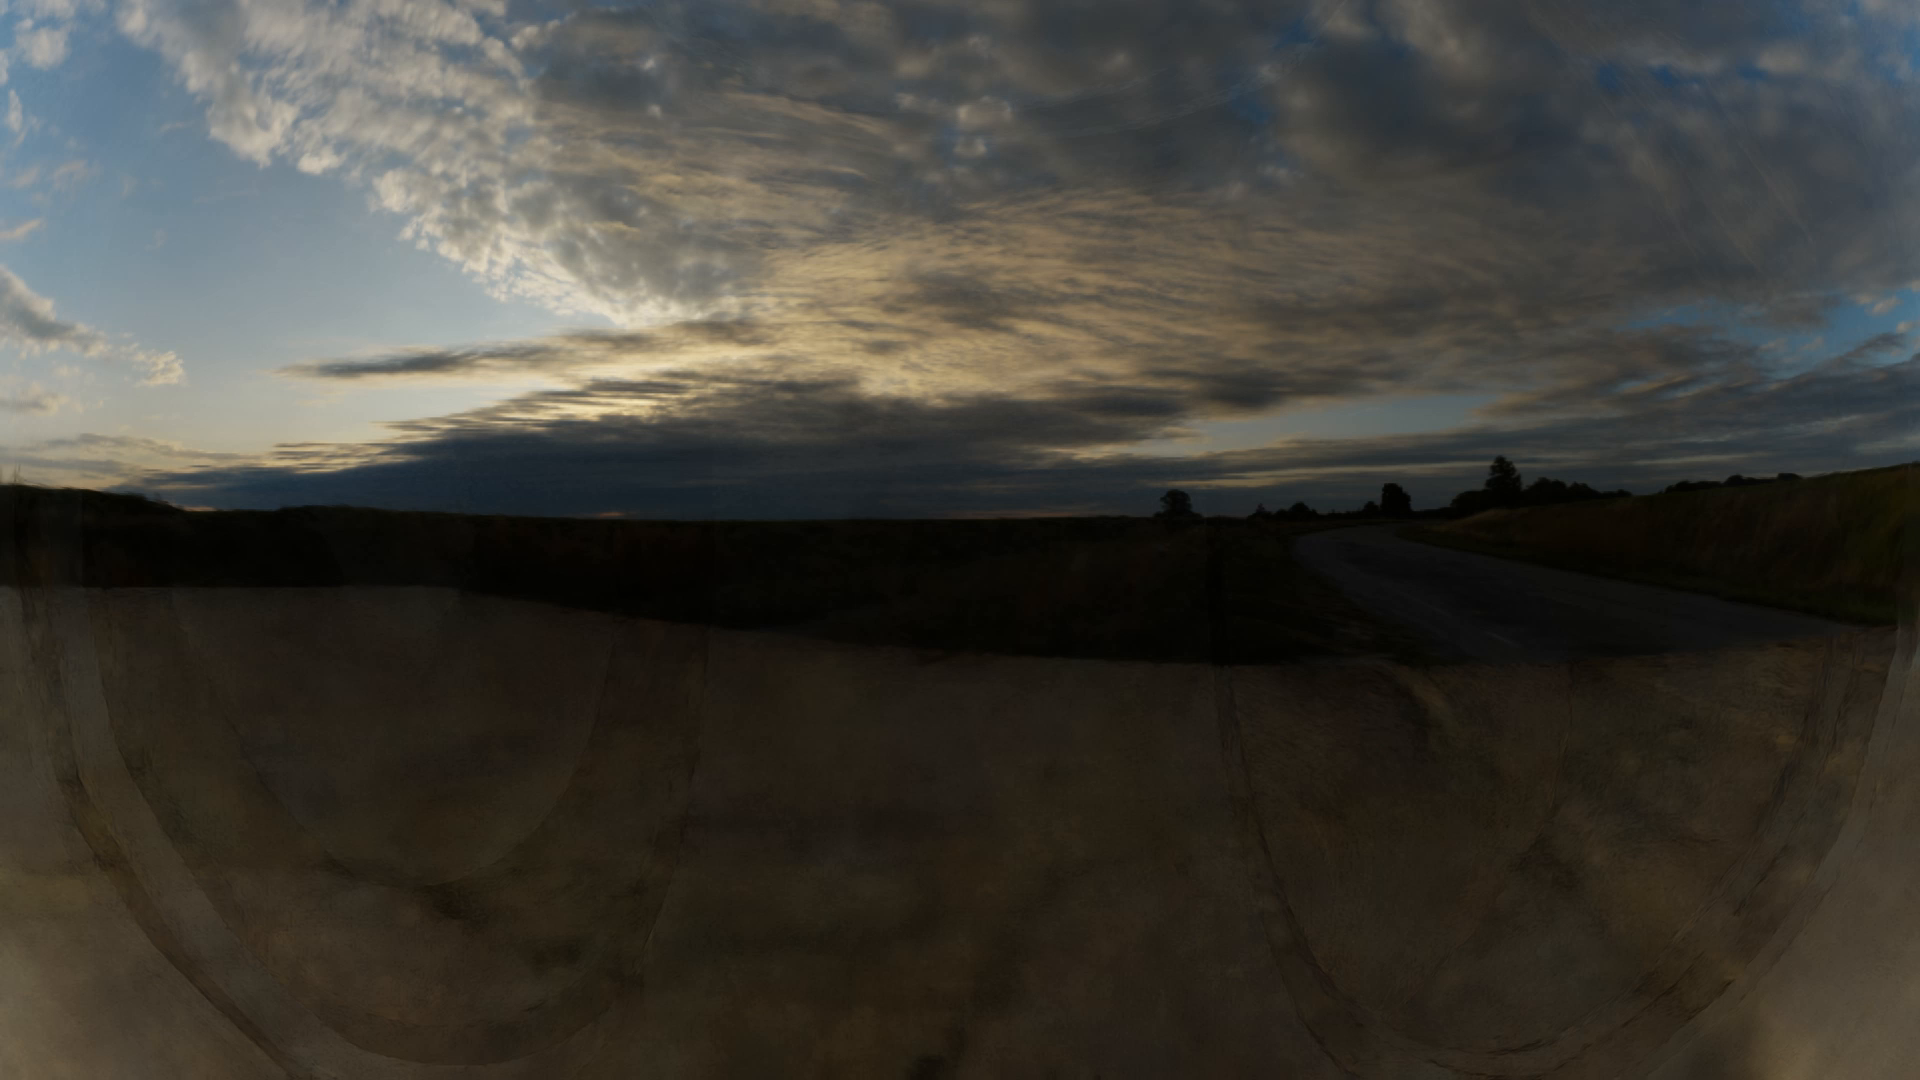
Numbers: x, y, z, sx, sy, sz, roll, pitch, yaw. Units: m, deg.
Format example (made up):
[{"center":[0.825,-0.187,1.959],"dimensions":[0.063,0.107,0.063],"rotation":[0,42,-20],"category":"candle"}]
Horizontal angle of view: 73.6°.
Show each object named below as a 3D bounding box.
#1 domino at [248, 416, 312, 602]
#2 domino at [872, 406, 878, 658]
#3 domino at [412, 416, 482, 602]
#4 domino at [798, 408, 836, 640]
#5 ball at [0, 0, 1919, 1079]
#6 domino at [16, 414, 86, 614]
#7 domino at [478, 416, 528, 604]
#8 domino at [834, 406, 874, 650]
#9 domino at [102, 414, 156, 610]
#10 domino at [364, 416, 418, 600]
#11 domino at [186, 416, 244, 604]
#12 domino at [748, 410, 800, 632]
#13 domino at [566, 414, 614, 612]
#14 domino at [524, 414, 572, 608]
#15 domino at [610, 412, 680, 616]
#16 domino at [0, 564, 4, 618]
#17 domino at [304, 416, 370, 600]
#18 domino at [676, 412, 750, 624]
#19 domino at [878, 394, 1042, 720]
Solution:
[{"center":[-0.189,-0.009,0.357],"dimensions":[0.009,0.050,0.025],"rotation":[-1,4,-16],"category":"domino"},{"center":[-0.004,-0.002,0.255],"dimensions":[0.025,0.050,0.010],"rotation":[-2,5,-21],"category":"domino"},{"center":[-0.140,-0.009,0.359],"dimensions":[0.009,0.050,0.025],"rotation":[1,4,10],"category":"domino"},{"center":[-0.023,-0.004,0.287],"dimensions":[0.025,0.050,0.010],"rotation":[-4,6,-40],"category":"domino"},{"center":[0.000,-0.002,0.056],"dimensions":[0.080,0.080,0.080],"rotation":[0,4,0],"category":"ball"},{"center":[-0.234,-0.007,0.331],"dimensions":[0.010,0.050,0.025],"rotation":[-4,6,-43],"category":"domino"},{"center":[-0.118,-0.009,0.351],"dimensions":[0.010,0.050,0.025],"rotation":[2,5,25],"category":"domino"},{"center":[-0.013,-0.003,0.274],"dimensions":[0.025,0.050,0.010],"rotation":[-3,5,-32],"category":"domino"},{"center":[-0.221,-0.008,0.341],"dimensions":[0.010,0.050,0.025],"rotation":[-3,5,-34],"category":"domino"},{"center":[-0.156,-0.009,0.360],"dimensions":[0.010,0.050,0.025],"rotation":[0,4,3],"category":"domino"},{"center":[-0.204,-0.009,0.351],"dimensions":[0.010,0.050,0.025],"rotation":[-2,5,-25],"category":"domino"},{"center":[-0.037,-0.005,0.300],"dimensions":[0.010,0.050,0.025],"rotation":[3,5,38],"category":"domino"},{"center":[-0.089,-0.008,0.336],"dimensions":[0.010,0.050,0.025],"rotation":[2,5,30],"category":"domino"},{"center":[-0.103,-0.008,0.343],"dimensions":[0.010,0.050,0.025],"rotation":[2,5,29],"category":"domino"},{"center":[-0.076,-0.007,0.327],"dimensions":[0.010,0.050,0.025],"rotation":[3,5,33],"category":"domino"},{"center":[-0.247,-0.006,0.317],"dimensions":[0.025,0.050,0.010],"rotation":[3,5,38],"category":"domino"},{"center":[-0.173,-0.009,0.360],"dimensions":[0.009,0.050,0.025],"rotation":[0,4,-6],"category":"domino"},{"center":[-0.056,-0.006,0.314],"dimensions":[0.010,0.050,0.025],"rotation":[3,5,35],"category":"domino"},{"center":[0.000,0.002,0.201],"dimensions":[0.025,0.050,0.010],"rotation":[0,4,0],"category":"domino"}]
